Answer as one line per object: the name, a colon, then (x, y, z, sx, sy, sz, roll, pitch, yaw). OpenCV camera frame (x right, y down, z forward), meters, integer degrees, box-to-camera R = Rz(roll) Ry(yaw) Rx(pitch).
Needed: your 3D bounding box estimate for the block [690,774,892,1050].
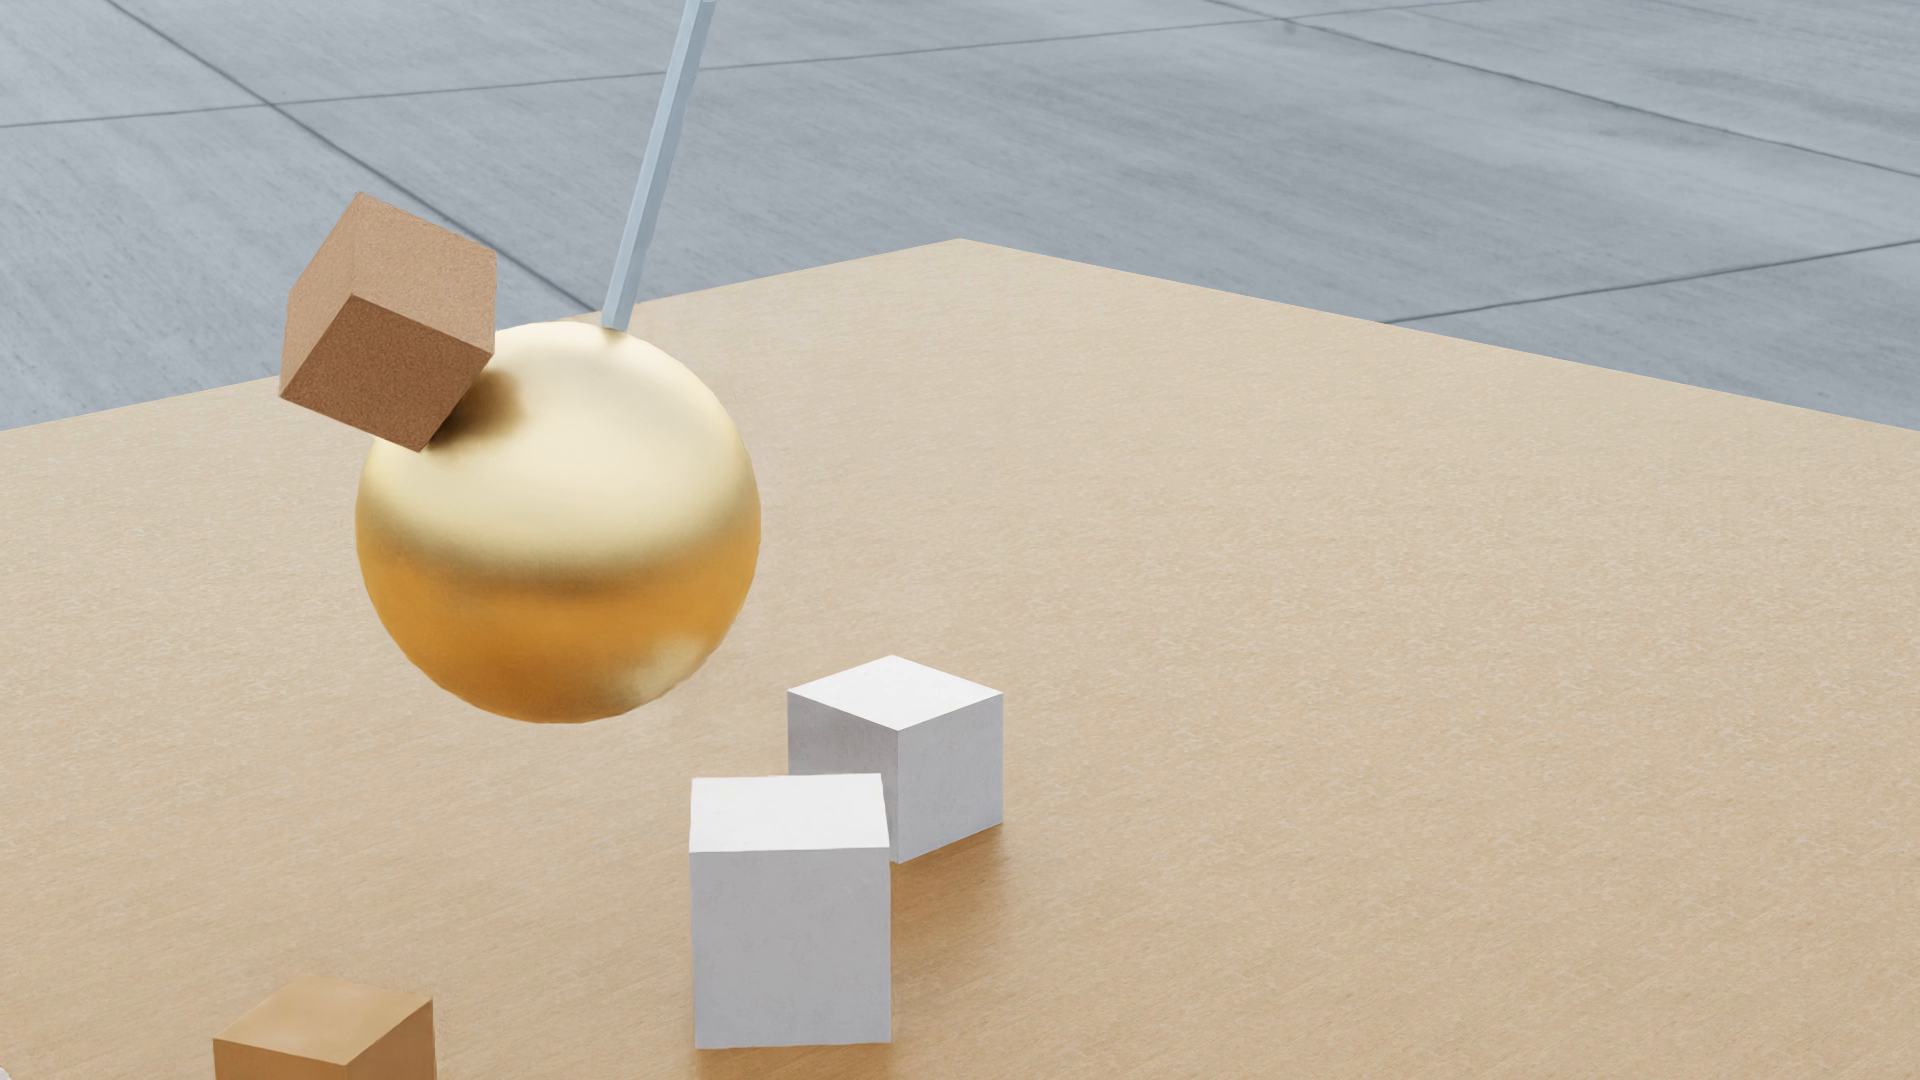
block: (-0.701, 1.518, 12.078, 0.790, 0.862, 0.773, -1, 17, -4)

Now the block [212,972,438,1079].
block: (-2.327, 2.042, 10.816, 0.564, 0.619, 0.572, 7, 19, 21)

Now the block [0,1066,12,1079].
block: (-3.646, 2.084, 10.161, 0.723, 0.659, 0.710, -40, 32, -16)

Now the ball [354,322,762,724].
ball: (-1.591, -0.066, 11.654, 1.600, 1.600, 1.600, 0, 17, 0)

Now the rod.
rod: (-0.689, -3.344, 11.568, 0.080, 5.200, 0.080, 17, 2, 42)

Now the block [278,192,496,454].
block: (-2.121, -0.806, 10.902, 0.572, 0.577, 0.581, 23, 38, -28)

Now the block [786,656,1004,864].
block: (-0.307, 1.031, 13.959, 0.753, 0.662, 0.697, 16, 24, 42)
